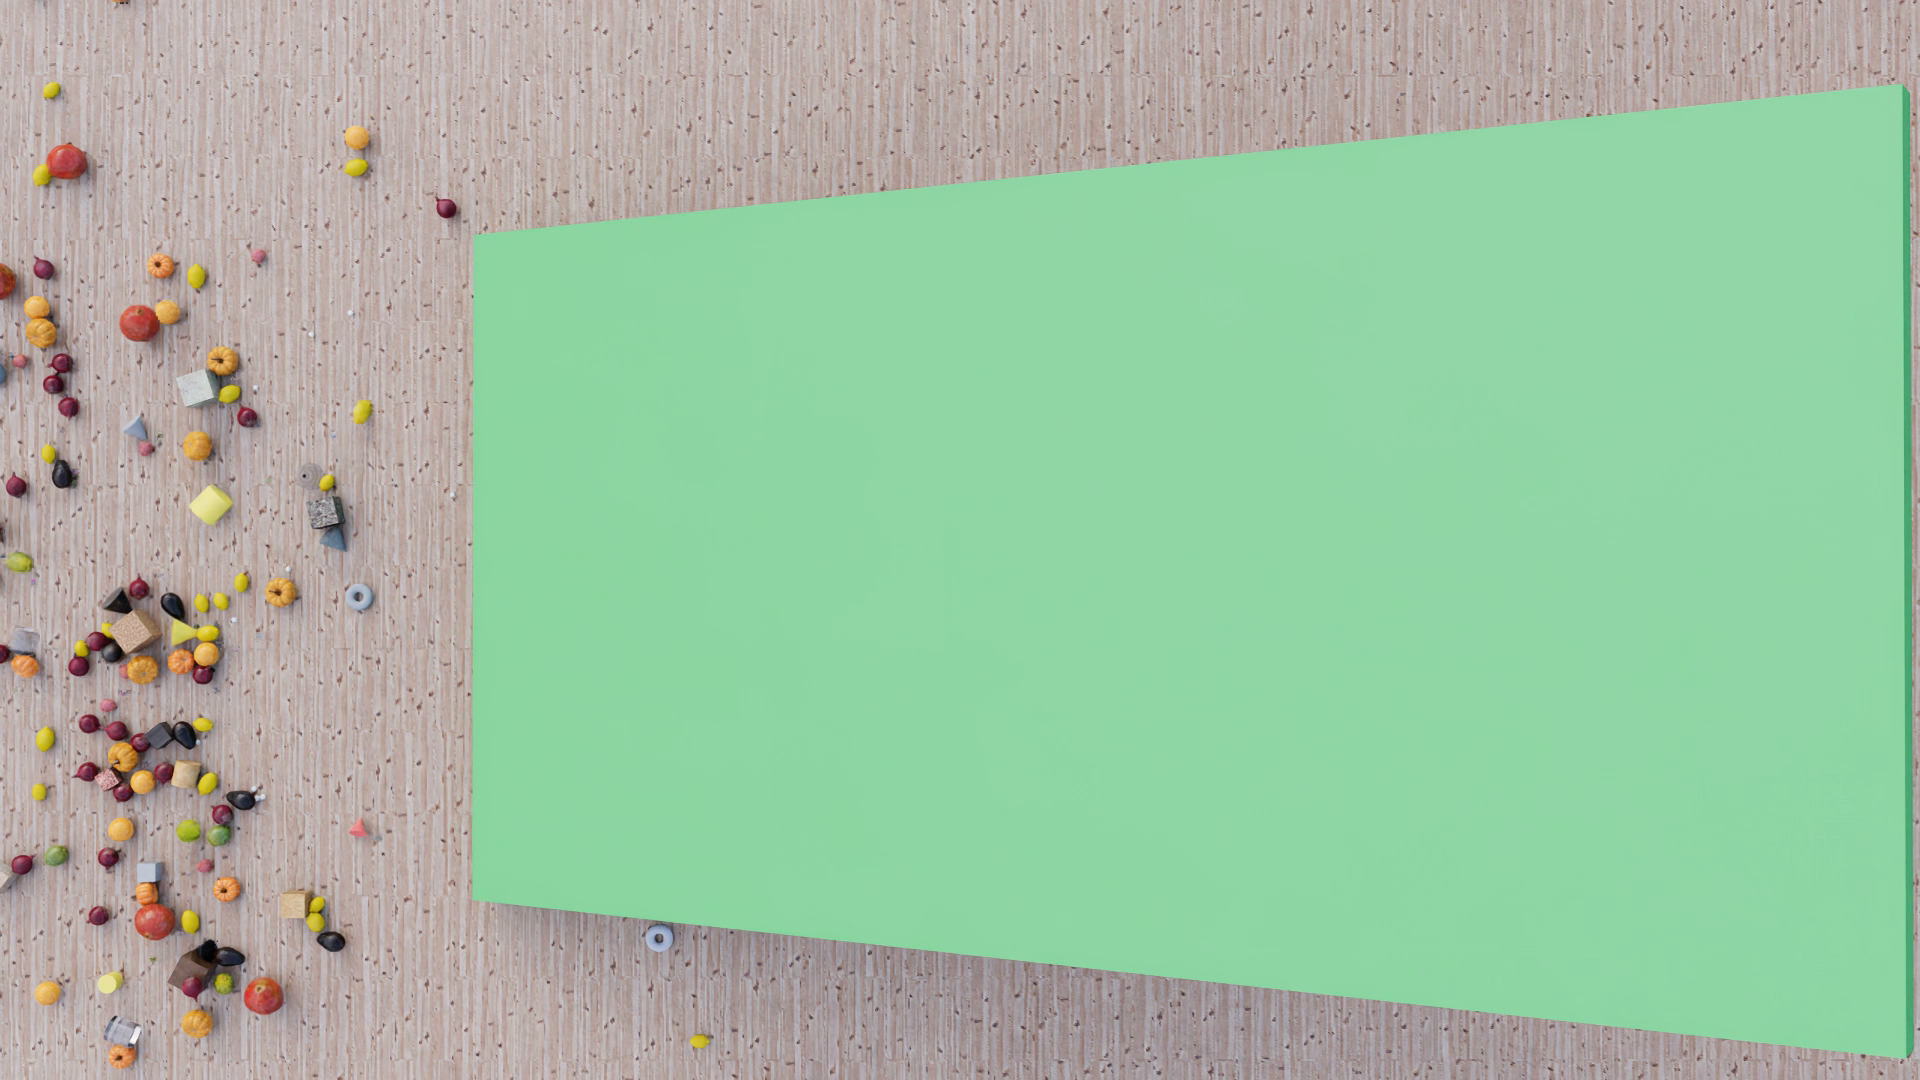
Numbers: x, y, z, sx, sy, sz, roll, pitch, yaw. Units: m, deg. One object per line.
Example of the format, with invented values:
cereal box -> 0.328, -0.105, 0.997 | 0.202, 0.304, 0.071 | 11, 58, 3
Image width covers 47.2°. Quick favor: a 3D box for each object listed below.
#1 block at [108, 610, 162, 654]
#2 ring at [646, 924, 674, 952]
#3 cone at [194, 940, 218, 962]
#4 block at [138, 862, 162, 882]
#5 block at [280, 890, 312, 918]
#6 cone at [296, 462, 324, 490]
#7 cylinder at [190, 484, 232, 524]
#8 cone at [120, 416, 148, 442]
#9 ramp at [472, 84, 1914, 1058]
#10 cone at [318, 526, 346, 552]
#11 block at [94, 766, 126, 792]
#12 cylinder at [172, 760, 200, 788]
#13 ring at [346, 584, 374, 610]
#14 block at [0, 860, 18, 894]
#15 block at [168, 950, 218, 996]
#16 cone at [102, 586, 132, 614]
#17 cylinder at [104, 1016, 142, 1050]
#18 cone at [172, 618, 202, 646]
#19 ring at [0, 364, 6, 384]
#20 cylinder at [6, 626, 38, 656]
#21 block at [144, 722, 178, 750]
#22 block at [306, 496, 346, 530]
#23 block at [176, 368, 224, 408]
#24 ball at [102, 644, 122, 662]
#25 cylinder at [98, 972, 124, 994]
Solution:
block -> -2.494, 0.277, 6.651 | 0.095, 0.095, 0.095 | -36, 90, 0
ring -> -0.912, 1.209, 6.676 | 0.084, 0.028, 0.084 | 0, 90, -1
cone -> -2.303, 1.245, 6.675 | 0.065, 0.065, 0.065 | -3, 89, 27
block -> -2.457, 1.005, 6.665 | 0.054, 0.054, 0.054 | -1, 89, 0
block -> -2.008, 1.102, 6.655 | 0.072, 0.072, 0.072 | 0, 89, 0
cone -> -1.980, -0.193, 6.660 | 0.085, 0.085, 0.085 | 0, 89, 0
cylinder -> -2.268, -0.108, 6.658 | 0.087, 0.087, 0.087 | 44, 90, 0
cone -> -2.497, -0.326, 6.687 | 0.074, 0.074, 0.074 | -39, 116, 0
ramp -> 0.262, 0.072, 5.606 | 4.000, 0.100, 2.000 | 0, 89, 32
cone -> -1.891, 0.010, 6.683 | 0.079, 0.079, 0.079 | -40, 116, 0
block -> -2.577, 0.724, 6.667 | 0.054, 0.054, 0.054 | -32, 90, 0
cylinder -> -2.344, 0.709, 6.658 | 0.072, 0.072, 0.072 | 12, 89, 0
ring -> -1.826, 0.173, 6.686 | 0.083, 0.028, 0.083 | 0, 88, 0
block -> -2.914, 1.023, 6.656 | 0.071, 0.071, 0.071 | 35, 90, 0
block -> -2.317, 1.309, 6.643 | 0.091, 0.091, 0.091 | 28, 90, 0
cone -> -2.540, 0.203, 6.679 | 0.090, 0.090, 0.090 | -44, 116, 0
cylinder -> -2.532, 1.488, 6.649 | 0.078, 0.078, 0.078 | 22, 90, 4
cone -> -2.343, 0.282, 6.679 | 0.085, 0.085, 0.085 | 4, 89, -27
ring -> -2.951, -0.508, 6.662 | 0.113, 0.113, 0.038 | -9, 46, 0
cylinder -> -2.839, 0.304, 6.662 | 0.073, 0.073, 0.073 | 16, 90, 0
block -> -2.422, 0.593, 6.666 | 0.059, 0.059, 0.059 | -38, 90, 0
block -> -1.920, -0.082, 6.661 | 0.082, 0.082, 0.082 | -14, 89, 0
block -> -2.301, -0.458, 6.660 | 0.091, 0.091, 0.091 | -18, 90, 0
ball -> -2.572, 0.343, 6.668 | 0.059, 0.059, 0.059 | 0, 89, 0
cylinder -> -2.573, 1.341, 6.661 | 0.055, 0.055, 0.055 | 0, 89, 0
